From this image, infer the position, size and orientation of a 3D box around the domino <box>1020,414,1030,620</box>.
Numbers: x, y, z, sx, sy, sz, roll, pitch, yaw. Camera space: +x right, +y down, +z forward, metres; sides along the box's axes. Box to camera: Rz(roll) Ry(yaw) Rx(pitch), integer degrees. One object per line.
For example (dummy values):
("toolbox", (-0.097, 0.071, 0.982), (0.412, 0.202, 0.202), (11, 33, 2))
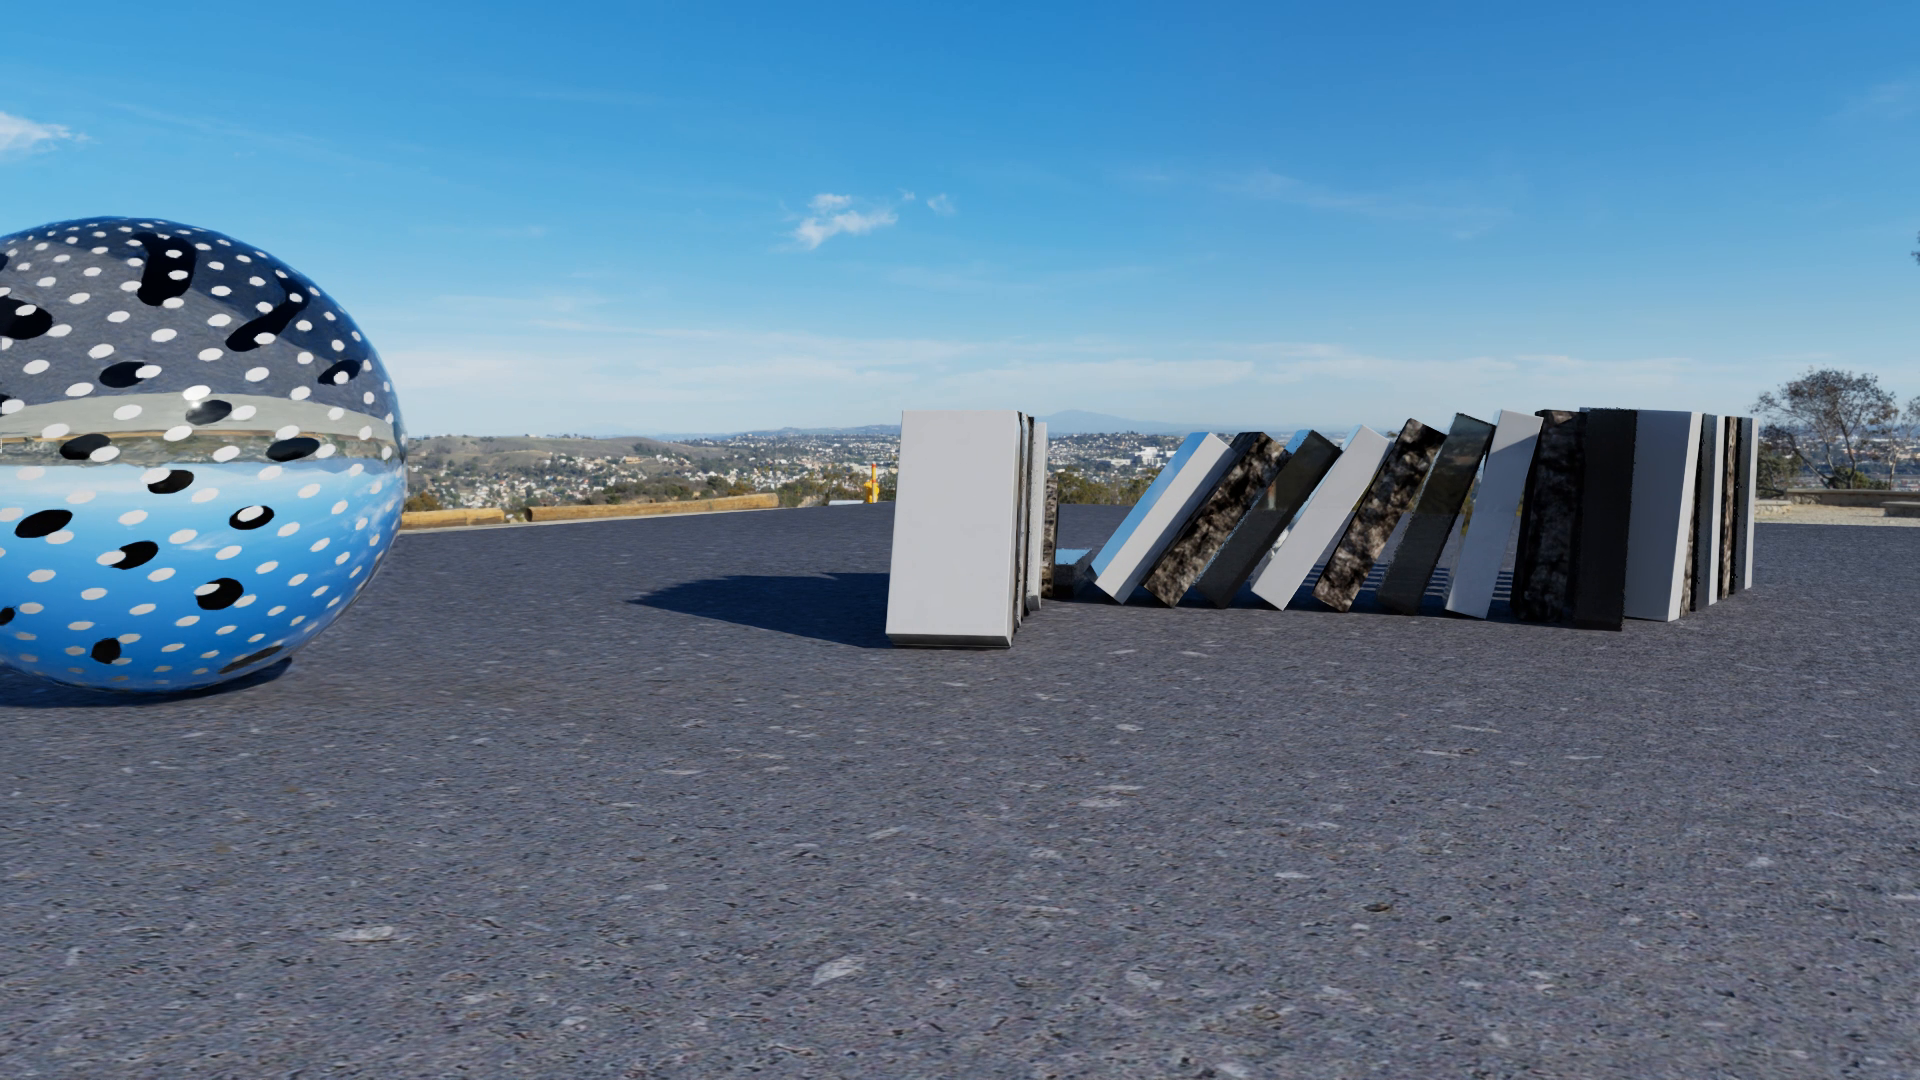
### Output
("domino", (0.004, -0.006, 0.315), (0.025, 0.050, 0.009), (1, -18, 8))

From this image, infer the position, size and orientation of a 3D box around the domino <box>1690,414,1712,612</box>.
("domino", (0.180, -0.008, 0.336), (0.025, 0.050, 0.009), (4, 6, 41))

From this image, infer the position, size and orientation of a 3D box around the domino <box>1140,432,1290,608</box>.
("domino", (0.066, -0.006, 0.343), (0.009, 0.050, 0.025), (37, 3, -4))

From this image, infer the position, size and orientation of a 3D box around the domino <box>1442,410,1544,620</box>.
("domino", (0.133, -0.007, 0.321), (0.009, 0.050, 0.025), (15, 9, 17))

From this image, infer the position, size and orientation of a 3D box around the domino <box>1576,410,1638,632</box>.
("domino", (0.152, -0.005, 0.302), (0.009, 0.050, 0.025), (4, 6, 25))

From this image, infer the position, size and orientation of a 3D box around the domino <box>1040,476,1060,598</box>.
("domino", (0.014, -0.002, 0.360), (0.025, 0.010, 0.050), (-1, 31, 8))

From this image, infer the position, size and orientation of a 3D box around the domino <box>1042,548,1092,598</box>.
("domino", (0.024, 0.009, 0.380), (0.025, 0.009, 0.050), (1, 4, 12))

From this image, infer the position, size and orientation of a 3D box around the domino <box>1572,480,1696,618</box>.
("domino", (0.170, -0.007, 0.324), (0.025, 0.050, 0.009), (4, 5, 41))

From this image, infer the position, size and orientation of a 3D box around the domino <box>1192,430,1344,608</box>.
("domino", (0.080, -0.006, 0.340), (0.009, 0.050, 0.025), (36, 7, 3))

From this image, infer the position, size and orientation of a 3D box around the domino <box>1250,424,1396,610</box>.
("domino", (0.094, -0.006, 0.335), (0.010, 0.050, 0.025), (33, 10, 8))

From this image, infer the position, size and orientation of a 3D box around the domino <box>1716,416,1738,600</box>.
("domino", (0.202, -0.009, 0.360), (0.025, 0.050, 0.010), (4, 6, 41))

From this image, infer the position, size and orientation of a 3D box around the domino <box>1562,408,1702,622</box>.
("domino", (0.164, -0.007, 0.315), (0.025, 0.050, 0.009), (9, 8, 43))

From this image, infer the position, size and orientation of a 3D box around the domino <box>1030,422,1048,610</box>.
("domino", (0.009, -0.007, 0.338), (0.025, 0.050, 0.009), (1, -25, 8))

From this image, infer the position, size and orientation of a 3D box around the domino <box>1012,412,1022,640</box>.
("domino", (0.000, -0.004, 0.284), (0.025, 0.050, 0.010), (1, -18, 8))

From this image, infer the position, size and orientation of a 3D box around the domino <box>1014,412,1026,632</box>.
("domino", (0.001, -0.004, 0.295), (0.025, 0.050, 0.010), (1, -18, 8))

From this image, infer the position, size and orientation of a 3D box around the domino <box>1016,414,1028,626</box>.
("domino", (0.003, -0.005, 0.305), (0.025, 0.050, 0.009), (1, -18, 8))

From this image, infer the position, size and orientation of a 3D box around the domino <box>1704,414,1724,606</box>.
("domino", (0.191, -0.009, 0.348), (0.025, 0.050, 0.009), (4, 6, 41))

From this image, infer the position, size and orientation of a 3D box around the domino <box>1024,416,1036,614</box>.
("domino", (0.006, -0.007, 0.326), (0.025, 0.050, 0.010), (1, -20, 8))

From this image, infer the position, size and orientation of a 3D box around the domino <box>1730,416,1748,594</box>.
("domino", (0.213, -0.010, 0.373), (0.025, 0.050, 0.009), (4, 6, 41))

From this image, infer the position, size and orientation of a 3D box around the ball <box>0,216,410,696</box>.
("ball", (-0.137, -0.014, 0.218), (0.080, 0.080, 0.080), (0, 4, 0))

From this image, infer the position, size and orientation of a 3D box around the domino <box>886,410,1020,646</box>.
("domino", (-0.001, -0.003, 0.274), (0.025, 0.050, 0.010), (1, -18, 8))

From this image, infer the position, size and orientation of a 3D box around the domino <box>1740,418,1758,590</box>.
("domino", (0.223, -0.011, 0.385), (0.025, 0.050, 0.009), (4, 6, 41))

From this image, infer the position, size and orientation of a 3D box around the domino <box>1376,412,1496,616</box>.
("domino", (0.120, -0.007, 0.326), (0.009, 0.050, 0.025), (23, 11, 16))

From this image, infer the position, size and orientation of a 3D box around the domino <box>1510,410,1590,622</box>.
("domino", (0.144, -0.006, 0.315), (0.010, 0.050, 0.025), (7, 6, 18))

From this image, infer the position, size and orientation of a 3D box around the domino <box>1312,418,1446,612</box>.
("domino", (0.108, -0.007, 0.330), (0.009, 0.050, 0.025), (29, 12, 13))

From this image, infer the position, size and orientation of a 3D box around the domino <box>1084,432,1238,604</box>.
("domino", (0.054, -0.007, 0.350), (0.009, 0.050, 0.025), (37, 3, -4))
